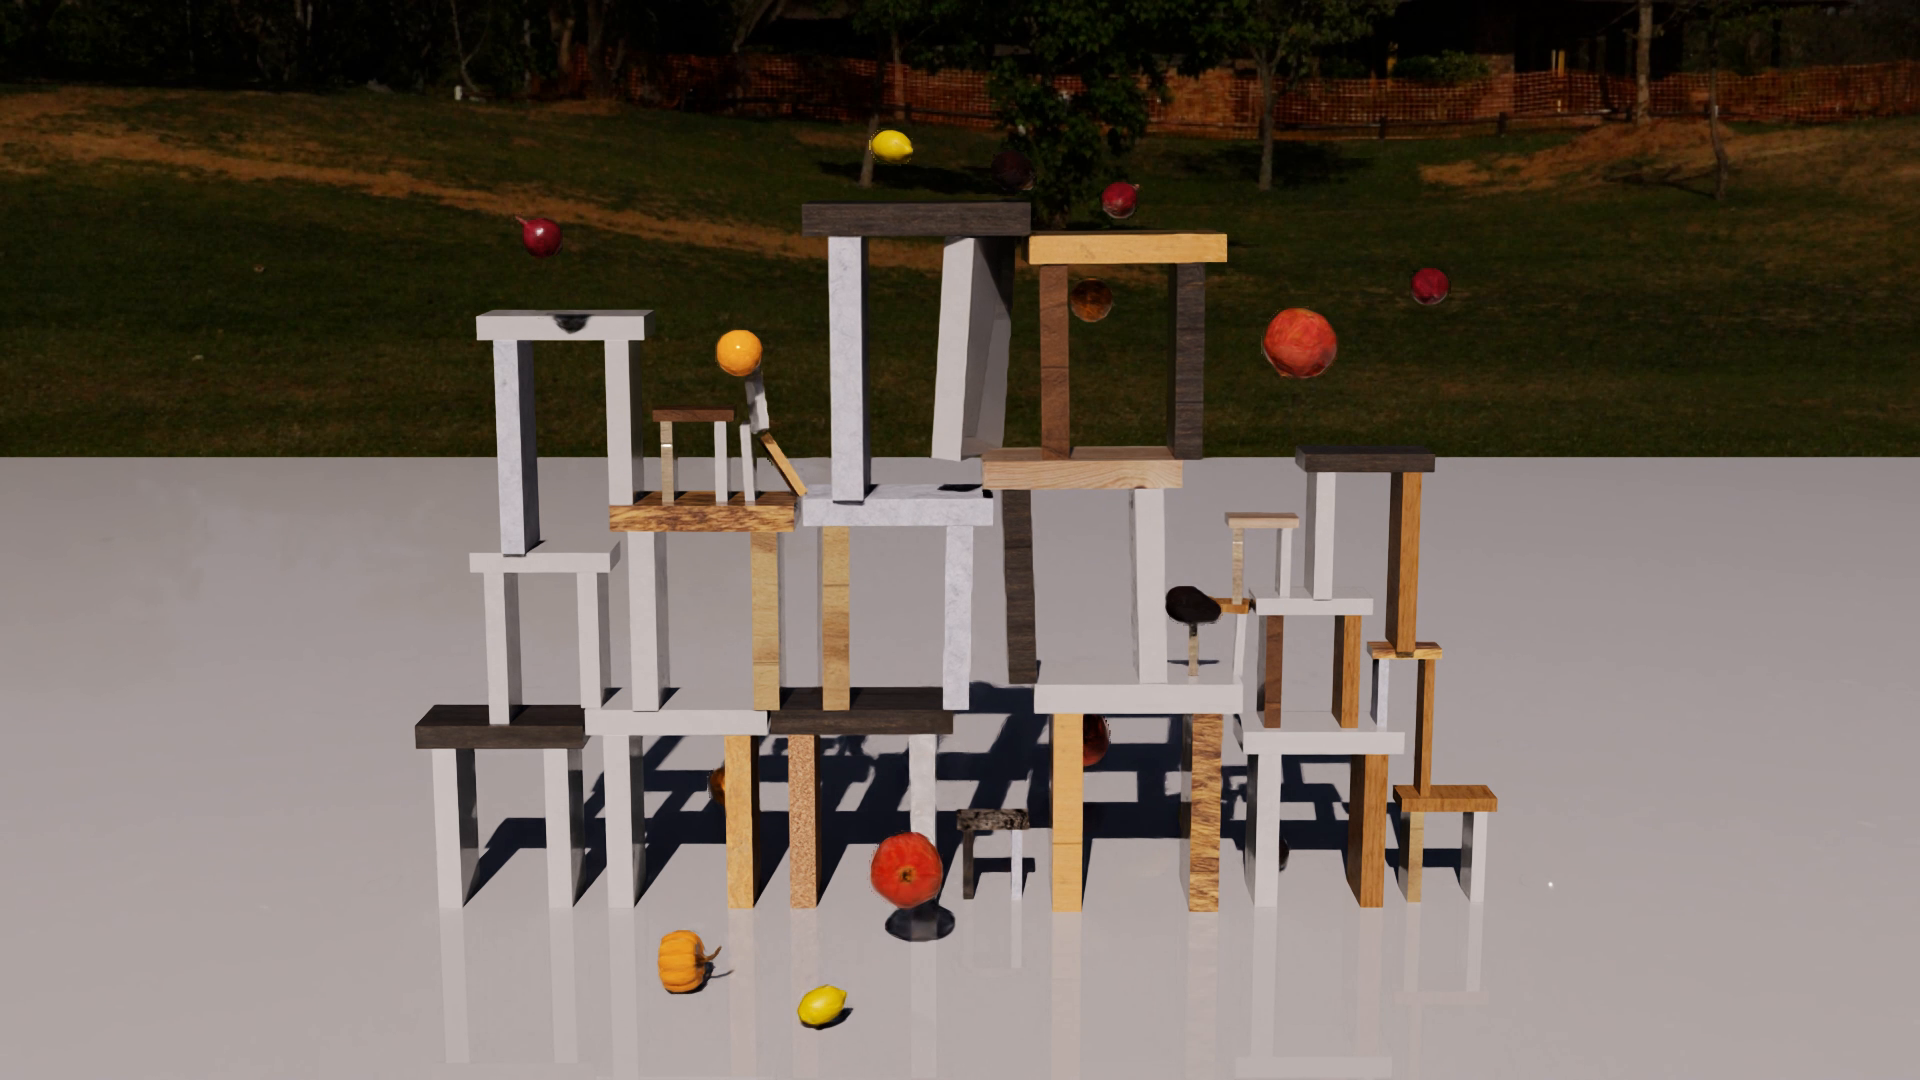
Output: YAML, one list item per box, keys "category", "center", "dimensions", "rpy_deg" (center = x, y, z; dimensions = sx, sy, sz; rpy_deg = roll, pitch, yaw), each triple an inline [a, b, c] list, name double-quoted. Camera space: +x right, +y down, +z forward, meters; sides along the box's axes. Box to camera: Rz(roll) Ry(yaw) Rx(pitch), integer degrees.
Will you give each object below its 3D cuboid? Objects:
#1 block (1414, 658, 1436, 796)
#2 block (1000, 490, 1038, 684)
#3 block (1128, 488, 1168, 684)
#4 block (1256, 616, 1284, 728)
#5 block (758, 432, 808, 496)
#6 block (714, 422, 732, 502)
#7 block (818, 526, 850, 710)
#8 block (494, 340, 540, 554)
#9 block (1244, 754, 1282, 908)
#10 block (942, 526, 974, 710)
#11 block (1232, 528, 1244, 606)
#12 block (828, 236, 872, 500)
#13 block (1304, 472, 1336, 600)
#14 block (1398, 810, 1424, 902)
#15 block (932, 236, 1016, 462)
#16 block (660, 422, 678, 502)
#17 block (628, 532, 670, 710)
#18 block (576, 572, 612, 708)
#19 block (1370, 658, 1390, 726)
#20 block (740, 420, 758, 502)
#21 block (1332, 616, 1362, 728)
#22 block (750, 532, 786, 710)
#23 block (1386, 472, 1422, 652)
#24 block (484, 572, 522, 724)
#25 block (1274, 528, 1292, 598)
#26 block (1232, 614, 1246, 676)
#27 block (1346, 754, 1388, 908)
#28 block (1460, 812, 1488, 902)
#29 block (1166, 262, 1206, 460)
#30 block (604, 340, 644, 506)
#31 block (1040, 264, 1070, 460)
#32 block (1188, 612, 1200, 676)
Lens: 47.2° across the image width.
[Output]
- category: "block"
  center: [0.763, 0.302, 3.614]
  dimensions: [0.016, 0.232, 0.056]
  rpy_deg: [0, 11, 0]
- category: "block"
  center: [0.095, 0.061, 3.569]
  dimensions: [0.045, 0.315, 0.158]
  rpy_deg: [-2, 11, 0]
- category: "block"
  center: [0.304, 0.060, 3.569]
  dimensions: [0.045, 0.315, 0.158]
  rpy_deg: [-2, 10, 1]
- category: "block"
  center: [0.508, 0.205, 3.602]
  dimensions: [0.027, 0.188, 0.094]
  rpy_deg: [0, 11, 0]
- category: "block"
  center: [-0.285, -0.121, 3.527]
  dimensions: [0.016, 0.112, 0.056]
  rpy_deg: [-34, 6, -9]
- category: "block"
  center: [-0.381, -0.131, 3.535]
  dimensions: [0.018, 0.129, 0.064]
  rpy_deg: [0, 11, 0]
- category: "block"
  center: [-0.206, 0.112, 3.578]
  dimensions: [0.043, 0.301, 0.150]
  rpy_deg: [-1, 11, -7]
- category: "block"
  center: [-0.710, -0.157, 3.528]
  dimensions: [0.037, 0.340, 0.131]
  rpy_deg: [0, 11, 0]
- category: "block"
  center: [0.501, 0.463, 3.643]
  dimensions: [0.037, 0.260, 0.130]
  rpy_deg: [0, 11, 0]
- category: "block"
  center: [-0.003, 0.112, 3.582]
  dimensions: [0.043, 0.301, 0.150]
  rpy_deg: [1, 11, 0]
- category: "block"
  center: [0.451, 0.038, 3.567]
  dimensions: [0.016, 0.126, 0.056]
  rpy_deg: [1, 10, 8]
- category: "block"
  center: [-0.174, -0.280, 3.507]
  dimensions: [0.050, 0.412, 0.175]
  rpy_deg: [0, 11, 2]
- category: "block"
  center: [0.582, -0.015, 3.561]
  dimensions: [0.029, 0.206, 0.103]
  rpy_deg: [0, 11, 0]
- category: "block"
  center: [0.749, 0.514, 3.651]
  dimensions: [0.022, 0.156, 0.078]
  rpy_deg: [0, 11, 0]
- category: "block"
  center: [0.023, -0.313, 3.510]
  dimensions: [0.050, 0.350, 0.175]
  rpy_deg: [9, 13, 22]
- category: "block"
  center: [-0.467, -0.131, 3.535]
  dimensions: [0.018, 0.129, 0.064]
  rpy_deg: [0, 11, 0]
- category: "block"
  center: [-0.505, 0.117, 3.577]
  dimensions: [0.041, 0.293, 0.146]
  rpy_deg: [0, 11, 0]
- category: "block"
  center: [-0.596, 0.151, 3.585]
  dimensions: [0.032, 0.223, 0.112]
  rpy_deg: [0, 11, 0]
- category: "block"
  center: [0.688, 0.243, 3.603]
  dimensions: [0.016, 0.112, 0.056]
  rpy_deg: [0, 11, 0]
- category: "block"
  center: [-0.338, -0.127, 3.533]
  dimensions: [0.016, 0.122, 0.056]
  rpy_deg: [-3, 10, 1]
- category: "block"
  center: [0.633, 0.205, 3.602]
  dimensions: [0.027, 0.188, 0.094]
  rpy_deg: [0, 11, 0]
- category: "block"
  center: [-0.311, 0.117, 3.578]
  dimensions: [0.041, 0.292, 0.146]
  rpy_deg: [0, 11, 0]
- category: "block"
  center: [0.719, 0.027, 3.569]
  dimensions: [0.029, 0.292, 0.103]
  rpy_deg: [0, 11, 0]
- category: "block"
  center: [-0.745, 0.165, 3.587]
  dimensions: [0.032, 0.250, 0.112]
  rpy_deg: [0, 11, 0]
- category: "block"
  center: [0.524, 0.032, 3.565]
  dimensions: [0.016, 0.113, 0.056]
  rpy_deg: [0, 11, 0]
- category: "block"
  center: [0.456, 0.165, 3.588]
  dimensions: [0.015, 0.103, 0.051]
  rpy_deg: [3, 11, 4]
- category: "block"
  center: [0.674, 0.463, 3.643]
  dimensions: [0.037, 0.260, 0.130]
  rpy_deg: [0, 11, 0]
- category: "block"
  center: [0.853, 0.514, 3.651]
  dimensions: [0.022, 0.156, 0.078]
  rpy_deg: [0, 11, 0]
- category: "block"
  center: [0.359, -0.292, 3.507]
  dimensions: [0.044, 0.308, 0.154]
  rpy_deg: [0, 11, 0]
- category: "block"
  center: [-0.536, -0.196, 3.521]
  dimensions: [0.037, 0.261, 0.131]
  rpy_deg: [0, 11, 0]
- category: "block"
  center: [0.151, -0.291, 3.512]
  dimensions: [0.044, 0.308, 0.154]
  rpy_deg: [-1, 11, 3]
- category: "block"
  center: [0.382, 0.165, 3.586]
  dimensions: [0.015, 0.103, 0.051]
  rpy_deg: [2, 11, 9]
